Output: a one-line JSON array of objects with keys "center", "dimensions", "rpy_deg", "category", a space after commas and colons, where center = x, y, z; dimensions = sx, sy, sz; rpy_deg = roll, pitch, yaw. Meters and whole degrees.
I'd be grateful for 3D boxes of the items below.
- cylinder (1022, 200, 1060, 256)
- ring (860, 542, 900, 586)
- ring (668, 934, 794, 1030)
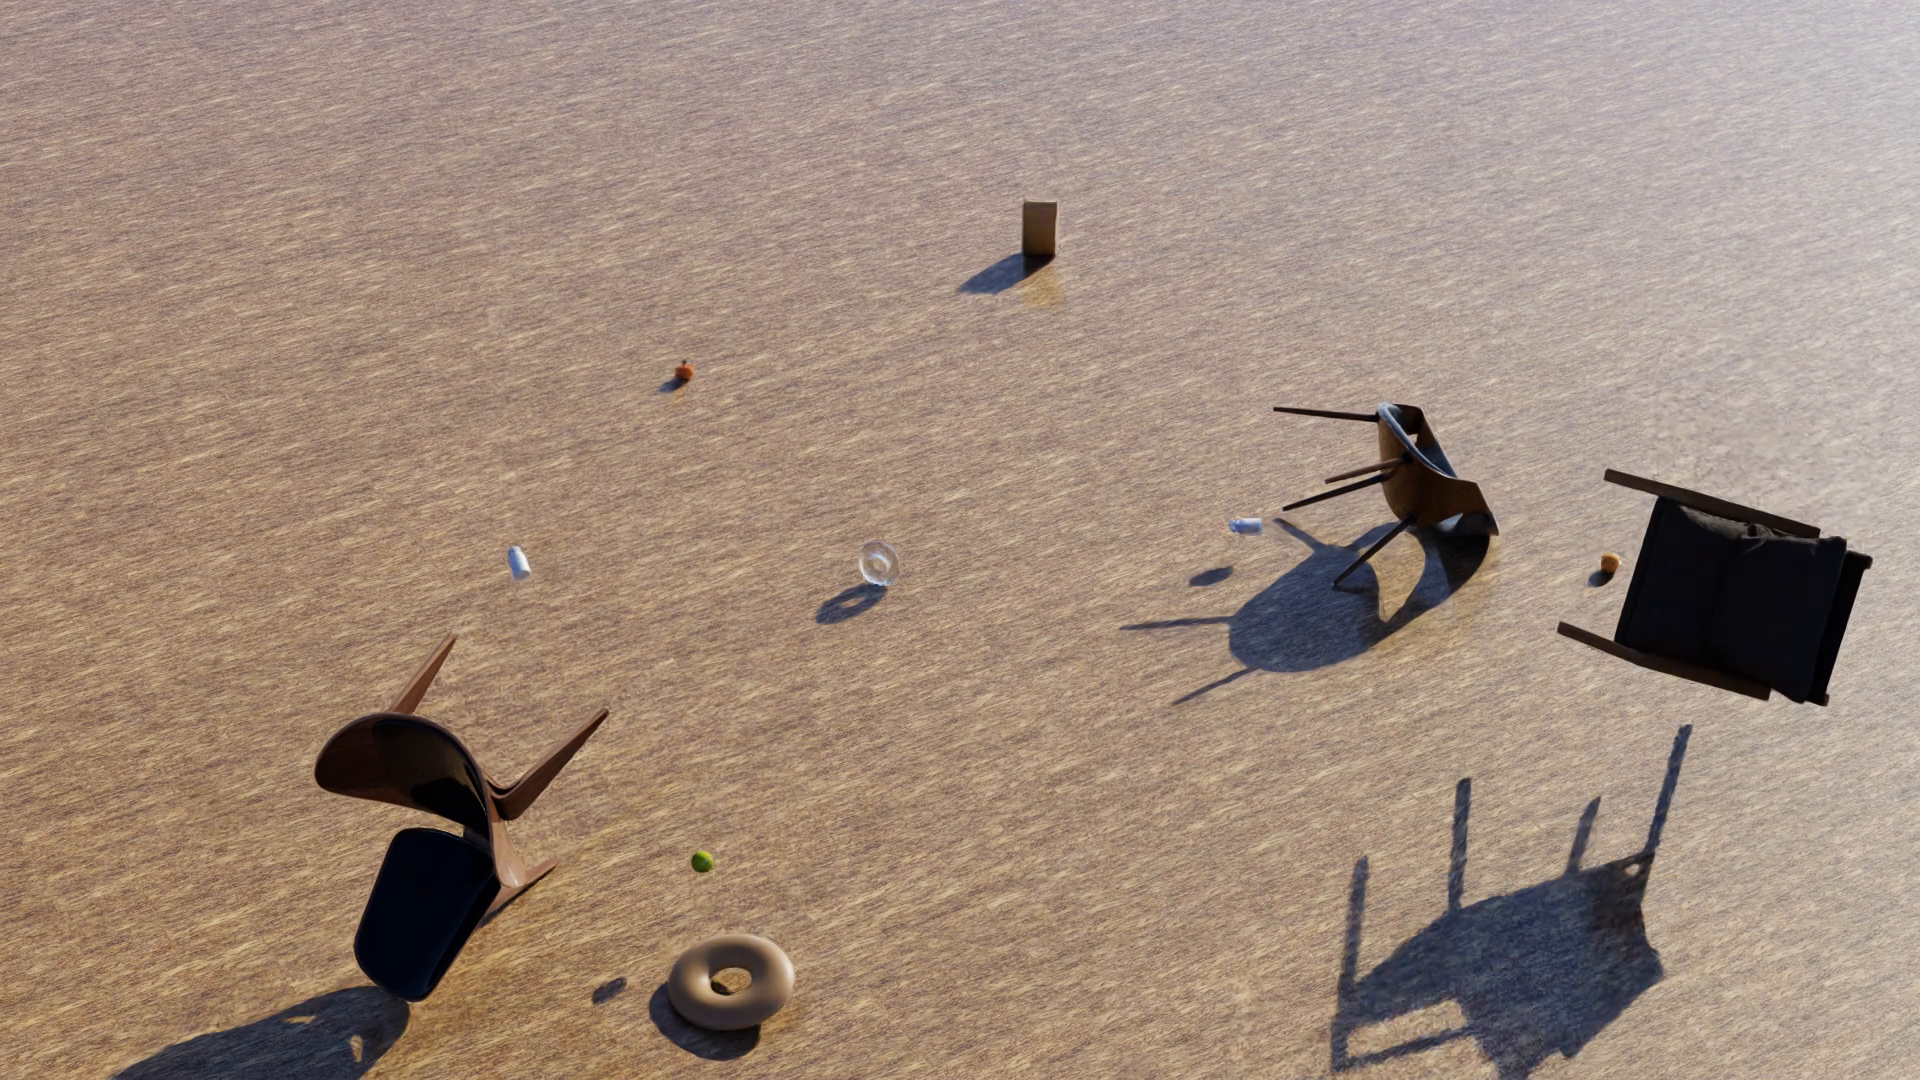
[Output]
[{"center": [0.353, -1.363, 12.783], "dimensions": [0.144, 0.252, 0.128], "rpy_deg": [4, 29, 7], "category": "cylinder"}, {"center": [-0.293, 0.086, 10.655], "dimensions": [0.156, 0.176, 0.057], "rpy_deg": [4, 31, 18], "category": "ring"}, {"center": [-0.688, 1.327, 8.814], "dimensions": [0.407, 0.075, 0.349], "rpy_deg": [11, 48, 27], "category": "ring"}]
